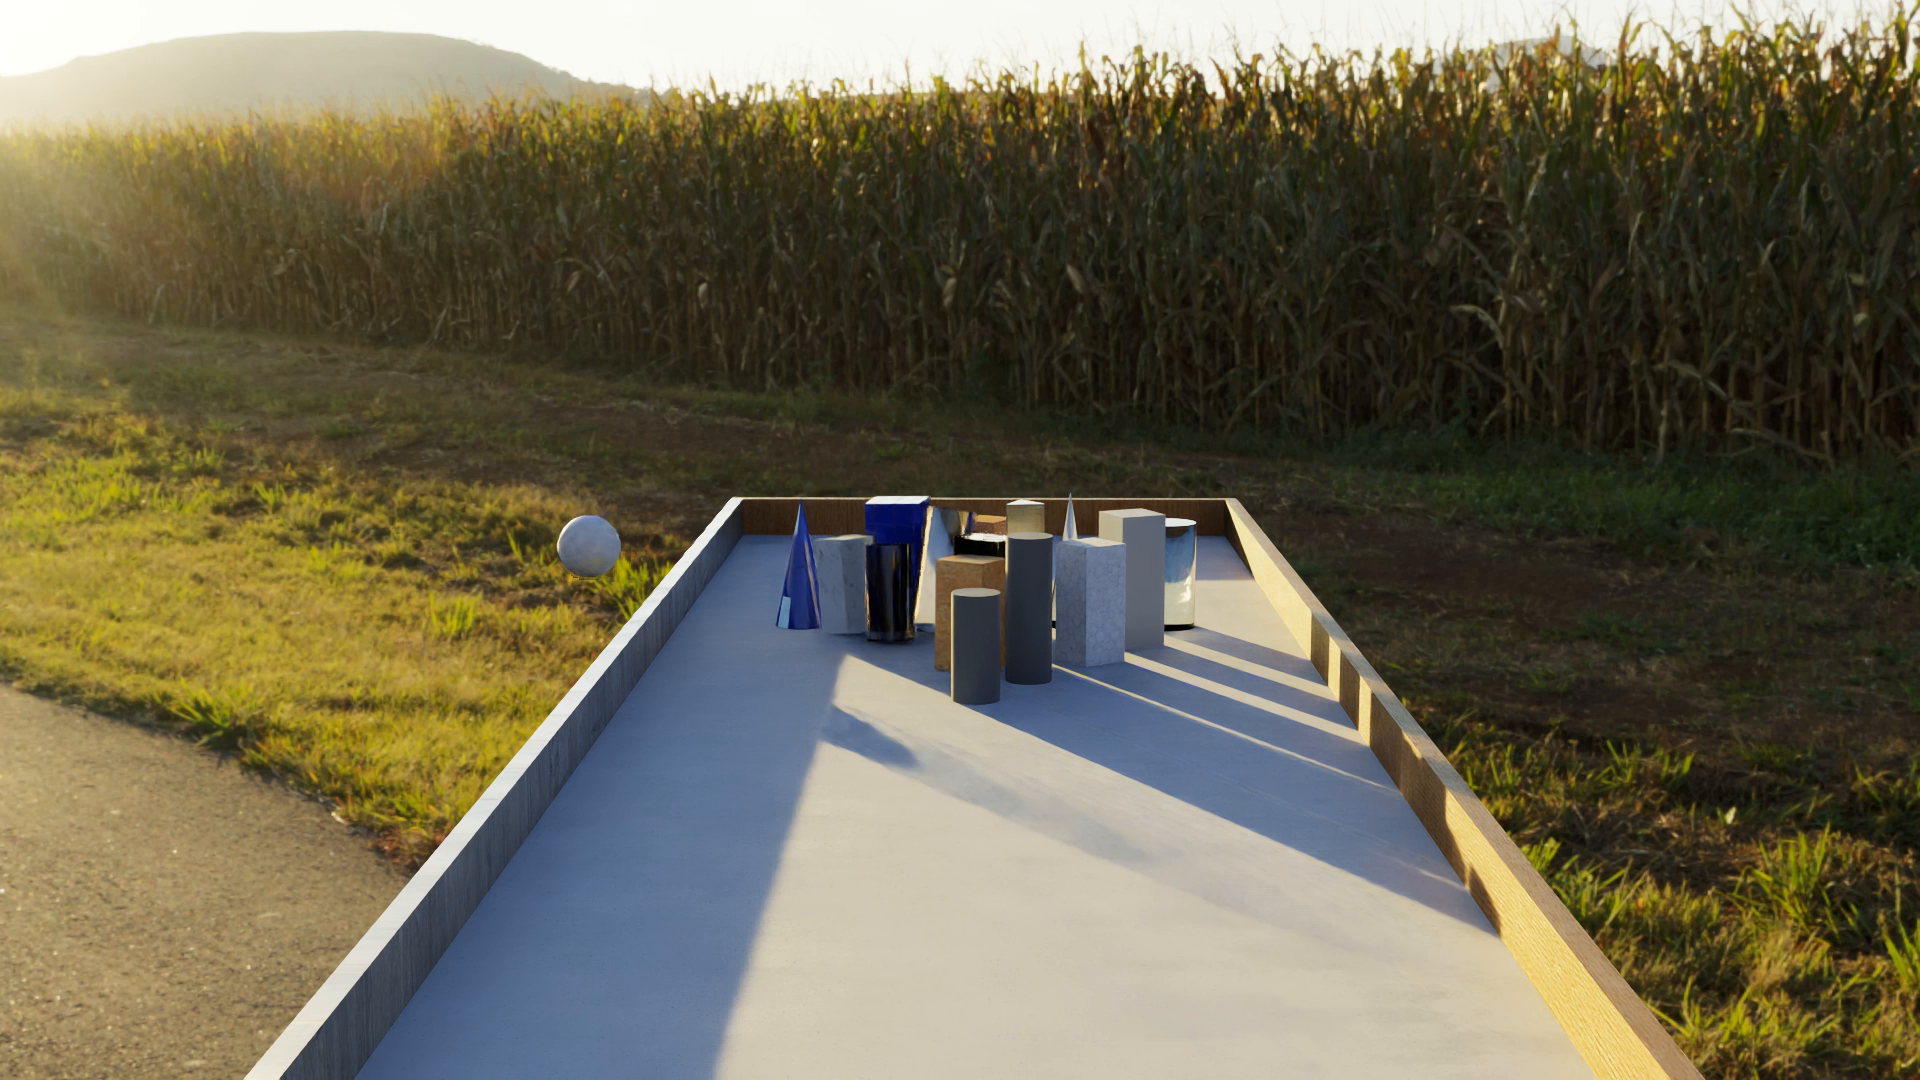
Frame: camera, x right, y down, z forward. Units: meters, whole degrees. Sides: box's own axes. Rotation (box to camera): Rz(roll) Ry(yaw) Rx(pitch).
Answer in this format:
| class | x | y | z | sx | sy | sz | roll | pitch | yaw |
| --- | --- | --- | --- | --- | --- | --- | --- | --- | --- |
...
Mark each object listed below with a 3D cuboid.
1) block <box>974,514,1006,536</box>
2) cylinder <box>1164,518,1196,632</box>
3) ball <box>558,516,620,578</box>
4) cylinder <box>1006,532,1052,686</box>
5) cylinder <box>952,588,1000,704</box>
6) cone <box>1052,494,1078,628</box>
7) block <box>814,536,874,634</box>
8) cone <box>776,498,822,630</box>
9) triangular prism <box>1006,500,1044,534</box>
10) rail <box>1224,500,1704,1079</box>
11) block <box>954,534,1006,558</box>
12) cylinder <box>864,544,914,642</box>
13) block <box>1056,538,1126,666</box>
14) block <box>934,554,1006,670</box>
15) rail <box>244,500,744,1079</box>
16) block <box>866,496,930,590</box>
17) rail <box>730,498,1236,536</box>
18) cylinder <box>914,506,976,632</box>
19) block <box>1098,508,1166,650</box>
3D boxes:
| class | x | y | z | sx | sy | sz | roll | pitch | yaw |
| --- | --- | --- | --- | --- | --- | --- | --- | --- | --- |
| block | 0.085 | 0.107 | 7.190 | 0.134 | 0.358 | 0.134 | 5 | 10 | 29 |
| cylinder | 0.682 | 0.112 | 7.198 | 0.175 | 0.345 | 0.175 | 0 | 9 | 0 |
| ball | -1.279 | 0.022 | 7.587 | 0.215 | 0.215 | 0.215 | 0 | 9 | 0 |
| cylinder | 0.200 | 0.198 | 6.395 | 0.136 | 0.427 | 0.136 | 0 | 9 | 0 |
| cylinder | 0.044 | 0.297 | 6.160 | 0.138 | 0.306 | 0.138 | 0 | 9 | 0 |
| cone | 0.360 | 0.060 | 7.202 | 0.148 | 0.447 | 0.148 | 0 | 9 | 0 |
| block | -0.362 | 0.144 | 7.091 | 0.135 | 0.303 | 0.135 | -8 | 5 | -40 |
| cone | -0.519 | 0.068 | 7.221 | 0.177 | 0.425 | 0.177 | 0 | 9 | 0 |
| triangular prism | 0.198 | 0.103 | 6.917 | 0.118 | 0.451 | 0.102 | -1 | 9 | -6 |
| rail | 1.046 | 0.843 | 3.208 | 0.050 | 0.150 | 12.000 | 0 | 9 | 1 |
| block | 0.082 | 0.174 | 6.721 | 0.149 | 0.367 | 0.149 | 6 | 8 | 32 |
| cylinder | -0.223 | 0.164 | 6.952 | 0.150 | 0.303 | 0.150 | -1 | 2 | 0 |
| block | 0.396 | 0.187 | 6.676 | 0.150 | 0.362 | 0.150 | -6 | 11 | -34 |
| block | 0.036 | 0.218 | 6.567 | 0.160 | 0.328 | 0.160 | 5 | 9 | 30 |
| rail | -1.004 | 0.839 | 3.234 | 0.050 | 0.150 | 12.000 | 0 | 9 | 1 |
| block | -0.198 | 0.074 | 7.205 | 0.180 | 0.414 | 0.180 | 0 | 9 | 9 |
| rail | 0.099 | -0.098 | 9.147 | 2.100 | 0.150 | 0.050 | 0 | 9 | 1 |
| cylinder | -0.055 | 0.099 | 7.035 | 0.161 | 0.397 | 0.161 | 8 | -1 | 0 |
| block | 0.539 | 0.121 | 6.913 | 0.153 | 0.417 | 0.153 | -4 | 10 | -24 |
